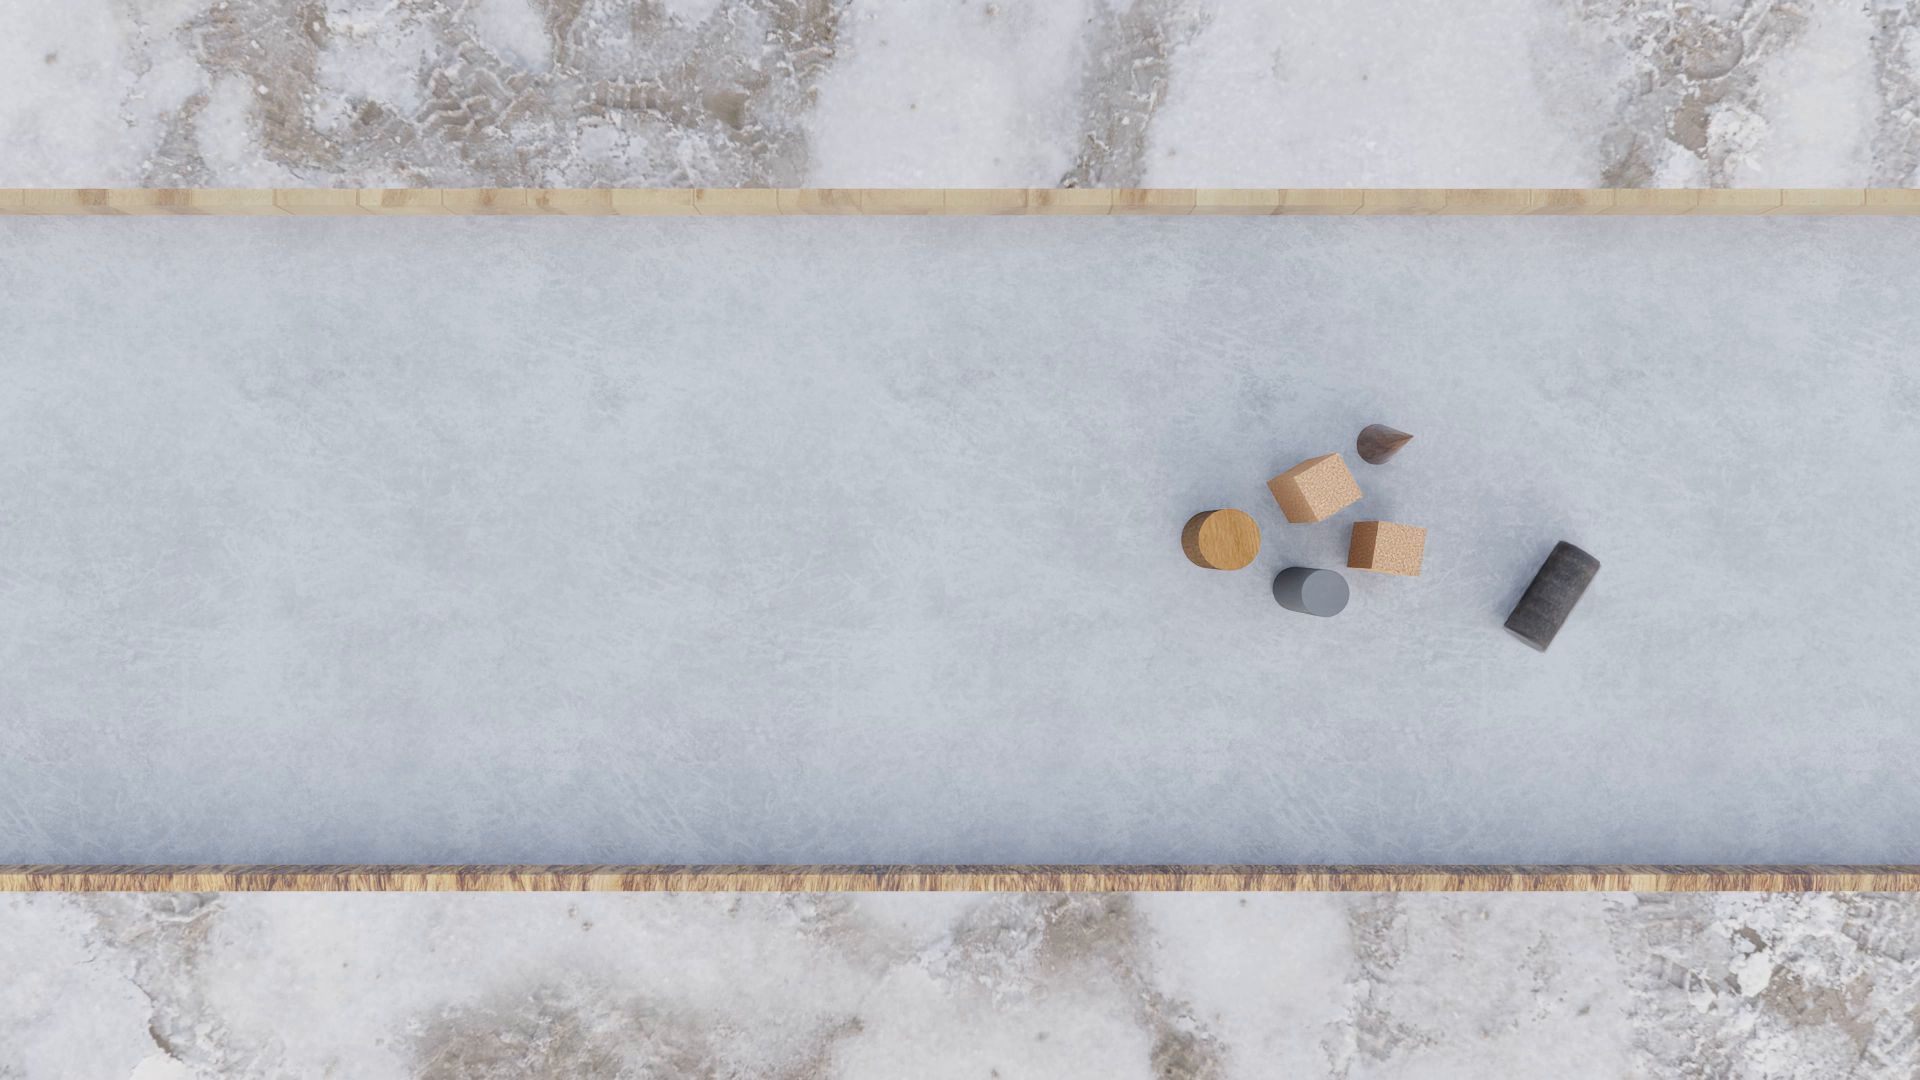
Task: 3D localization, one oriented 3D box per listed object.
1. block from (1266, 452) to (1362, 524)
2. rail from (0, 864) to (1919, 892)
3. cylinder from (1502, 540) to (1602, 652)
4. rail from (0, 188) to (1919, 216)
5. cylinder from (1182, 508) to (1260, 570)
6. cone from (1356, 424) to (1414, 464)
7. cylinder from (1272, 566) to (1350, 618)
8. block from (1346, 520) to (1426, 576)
[{"bbox_3d":[1.041,-0.150,4.867,0.144,0.419,0.144,-30,90,0],"label":"block"},{"bbox_3d":[-2.247,1.025,5.001,12.000,0.150,0.050,0,90,0],"label":"rail"},{"bbox_3d":[1.795,0.172,5.006,0.141,0.141,0.314,33,90,0],"label":"cylinder"},{"bbox_3d":[-2.247,-1.025,5.002,12.000,0.150,0.050,0,90,0],"label":"rail"},{"bbox_3d":[0.770,-0.001,4.893,0.178,0.367,0.178,0,90,0],"label":"cylinder"},{"bbox_3d":[1.284,-0.294,4.868,0.126,0.417,0.126,0,90,0],"label":"cone"},{"bbox_3d":[1.030,0.150,4.862,0.136,0.429,0.136,0,90,0],"label":"cylinder"},{"bbox_3d":[1.271,0.025,4.924,0.140,0.305,0.140,9,90,0],"label":"block"}]
